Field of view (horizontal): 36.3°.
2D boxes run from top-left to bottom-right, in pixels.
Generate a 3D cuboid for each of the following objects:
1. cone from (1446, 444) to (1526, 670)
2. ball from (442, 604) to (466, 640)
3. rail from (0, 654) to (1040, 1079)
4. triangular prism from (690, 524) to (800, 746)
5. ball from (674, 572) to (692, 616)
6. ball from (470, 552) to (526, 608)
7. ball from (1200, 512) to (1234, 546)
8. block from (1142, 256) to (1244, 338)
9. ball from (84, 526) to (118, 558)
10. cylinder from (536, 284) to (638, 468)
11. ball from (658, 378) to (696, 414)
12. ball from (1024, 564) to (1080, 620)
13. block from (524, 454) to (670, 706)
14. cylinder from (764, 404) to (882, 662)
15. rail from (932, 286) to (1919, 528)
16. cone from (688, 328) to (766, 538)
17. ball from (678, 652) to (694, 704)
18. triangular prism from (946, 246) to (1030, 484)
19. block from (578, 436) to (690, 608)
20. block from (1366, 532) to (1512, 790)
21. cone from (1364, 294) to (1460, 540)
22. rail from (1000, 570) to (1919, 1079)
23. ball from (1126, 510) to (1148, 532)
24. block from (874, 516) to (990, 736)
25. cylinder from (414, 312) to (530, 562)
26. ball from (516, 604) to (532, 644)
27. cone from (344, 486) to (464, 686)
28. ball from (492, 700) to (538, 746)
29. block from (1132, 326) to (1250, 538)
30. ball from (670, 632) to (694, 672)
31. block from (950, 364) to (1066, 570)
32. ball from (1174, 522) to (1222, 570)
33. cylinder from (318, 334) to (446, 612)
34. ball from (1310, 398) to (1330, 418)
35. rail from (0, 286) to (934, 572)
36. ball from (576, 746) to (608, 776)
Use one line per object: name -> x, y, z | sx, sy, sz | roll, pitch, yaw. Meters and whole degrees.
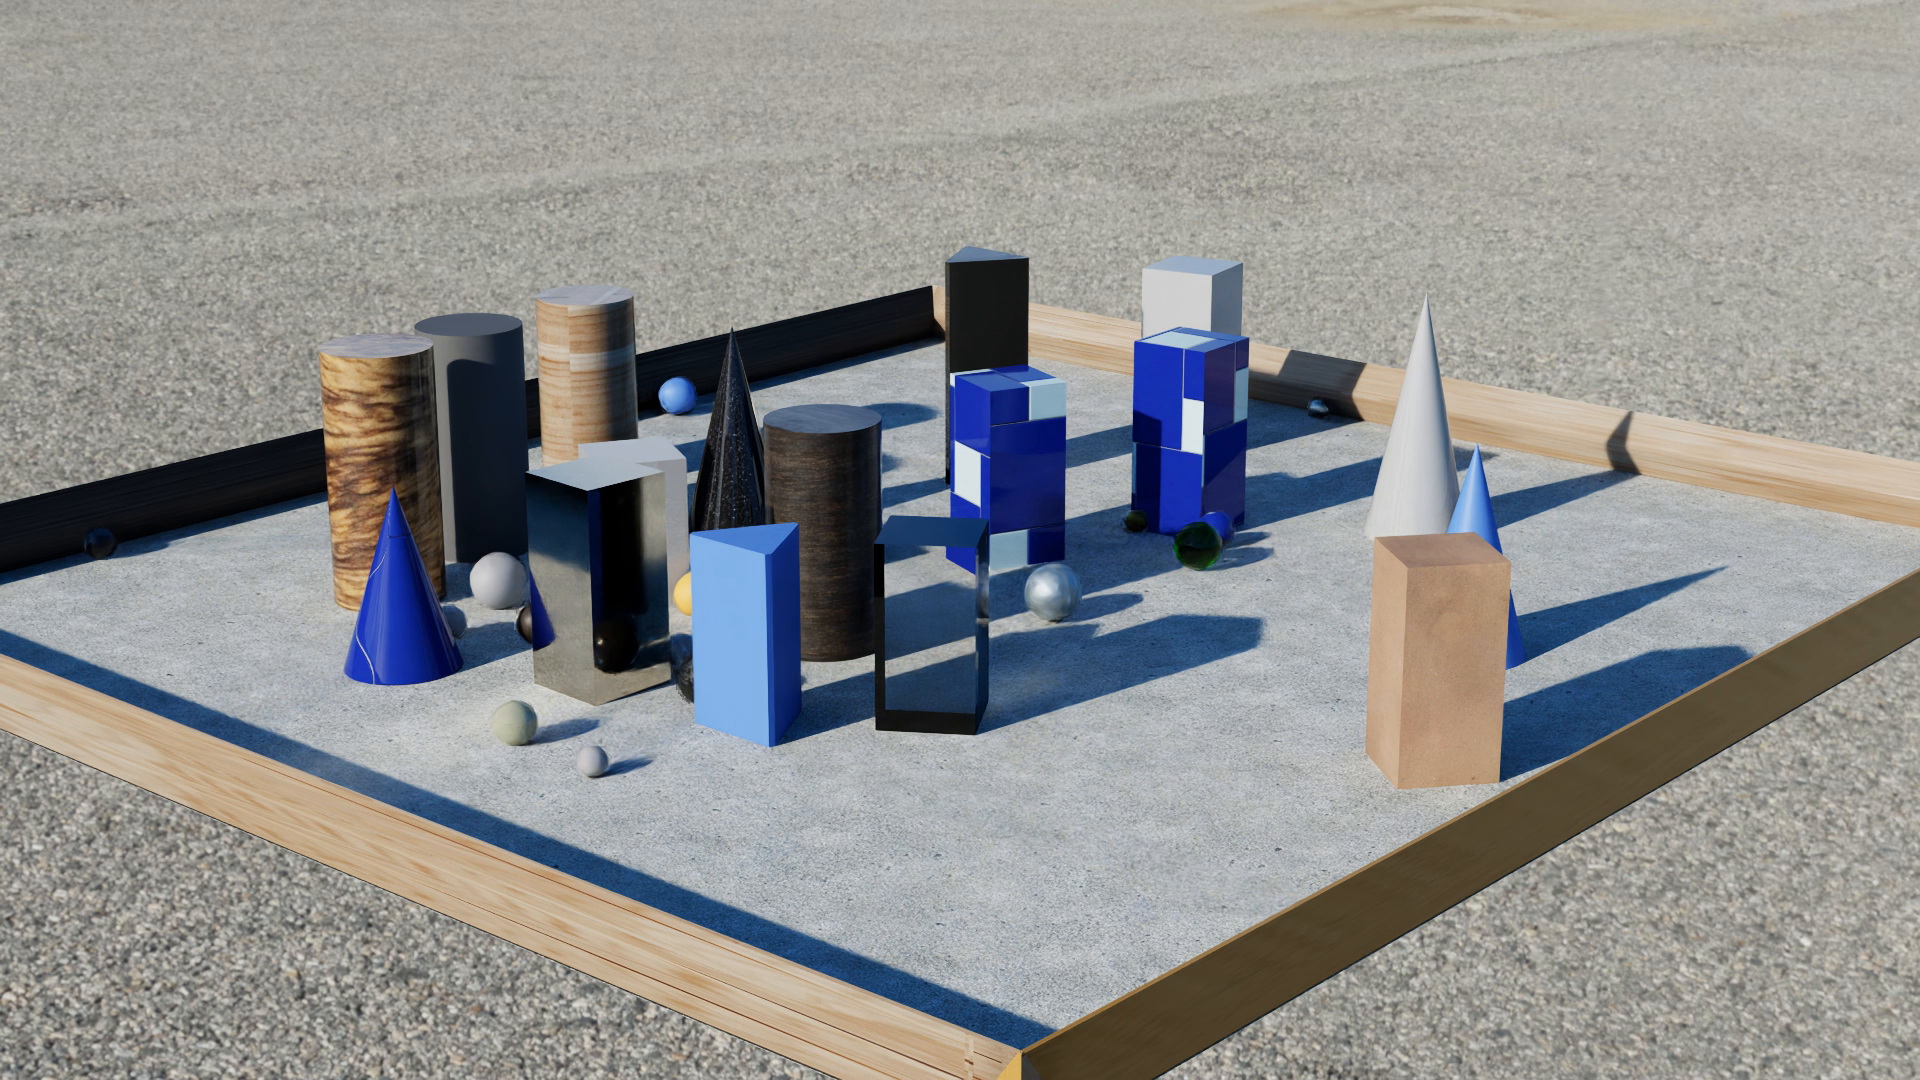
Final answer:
cone -> 0.833, 0.014, 4.774 | 0.193, 0.360, 0.193 | 0, 17, 0
ball -> -0.854, 0.137, 4.881 | 0.063, 0.063, 0.063 | 0, 17, 0
rail -> -0.955, 0.349, 4.067 | 2.746, 0.125, 0.045 | 14, 22, 39
triangular prism -> -0.298, 0.135, 4.472 | 0.167, 0.304, 0.145 | 14, 22, 39
ball -> -0.448, 0.092, 5.002 | 0.079, 0.079, 0.079 | 0, 17, 0
ball -> -0.795, 0.069, 5.049 | 0.096, 0.096, 0.096 | 0, 17, 0
ball -> 0.470, -0.019, 5.391 | 0.067, 0.067, 0.067 | 0, 17, 0
block -> 0.475, -0.377, 6.029 | 0.154, 0.383, 0.154 | 9, 19, 28
ball -> -1.562, 0.005, 5.326 | 0.058, 0.058, 0.058 | 0, 17, 0
cylinder -> -0.736, -0.302, 5.801 | 0.193, 0.372, 0.193 | 0, 17, 0
ball -> -0.612, -0.311, 6.338 | 0.080, 0.080, 0.080 | 0, 17, 0
ball -> 0.157, 0.089, 4.984 | 0.095, 0.095, 0.095 | 0, 17, 0
block -> -0.571, 0.061, 4.636 | 0.154, 0.350, 0.154 | 16, 23, 42
cylinder -> -0.224, -0.013, 4.819 | 0.193, 0.386, 0.193 | 0, 17, 0
rail -> 0.955, -0.286, 6.173 | 2.746, 0.125, 0.045 | 14, 22, 39
cone -> -0.418, -0.205, 5.436 | 0.193, 0.397, 0.193 | 0, 17, 0
ball -> -0.396, 0.215, 4.578 | 0.089, 0.089, 0.089 | 0, 17, 0
triangular prism -> 0.035, -0.351, 5.836 | 0.167, 0.446, 0.145 | -5, 17, -15
block -> -0.564, -0.027, 5.077 | 0.154, 0.263, 0.154 | -6, 18, -19
block -> 0.696, 0.175, 4.283 | 0.154, 0.336, 0.154 | -3, 17, -10
cone -> 0.852, -0.232, 5.419 | 0.193, 0.460, 0.193 | 0, 17, 0
rail -> 1.019, 0.287, 4.273 | 0.045, 0.125, 2.961 | 14, 22, 39
ball -> 0.329, -0.034, 5.481 | 0.041, 0.041, 0.041 | 0, 17, 0
block -> -0.042, 0.129, 4.499 | 0.154, 0.298, 0.154 | 2, 17, 8
cylinder -> -0.885, -0.187, 5.338 | 0.193, 0.420, 0.193 | 0, 17, 0
ball -> -0.699, 0.138, 4.863 | 0.072, 0.072, 0.072 | 0, 17, 0
cone -> -0.905, 0.058, 4.724 | 0.193, 0.305, 0.193 | 0, 17, 0
ball -> -0.670, 0.275, 4.416 | 0.068, 0.068, 0.068 | 0, 17, 0
block -> 0.429, -0.199, 5.480 | 0.154, 0.361, 0.154 | 12, 21, 35
ball -> -0.450, 0.182, 4.730 | 0.065, 0.065, 0.065 | 0, 17, 0
block -> 0.086, -0.133, 5.311 | 0.154, 0.331, 0.154 | -9, 19, -26
ball -> 0.428, 0.010, 5.262 | 0.087, 0.087, 0.087 | 0, 17, 0
cylinder -> -0.994, -0.116, 5.053 | 0.193, 0.448, 0.193 | 0, 17, 0
ball -> 0.773, -0.282, 6.304 | 0.044, 0.044, 0.044 | 0, 17, 0
rail -> -1.019, -0.224, 5.967 | 0.045, 0.125, 2.961 | 14, 22, 39
ball -> -0.538, 0.324, 4.292 | 0.047, 0.047, 0.047 | 0, 17, 0
